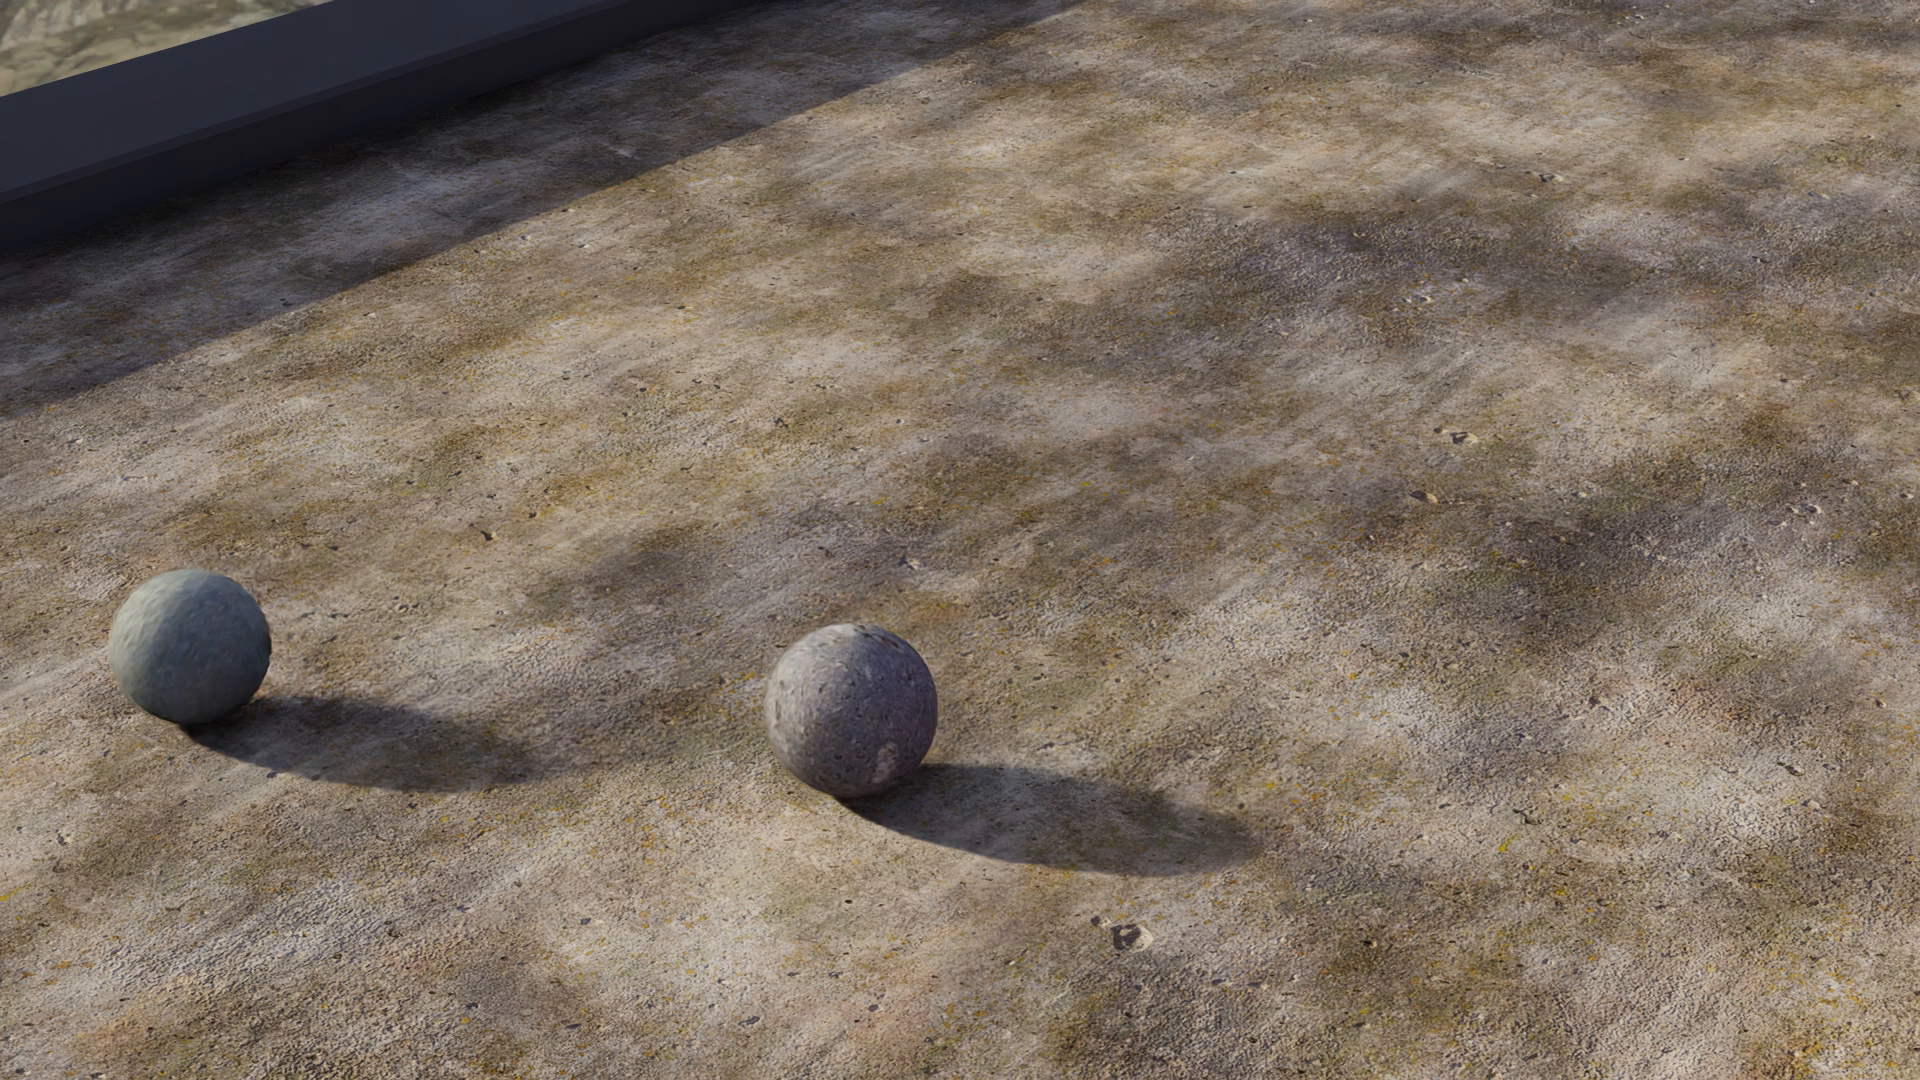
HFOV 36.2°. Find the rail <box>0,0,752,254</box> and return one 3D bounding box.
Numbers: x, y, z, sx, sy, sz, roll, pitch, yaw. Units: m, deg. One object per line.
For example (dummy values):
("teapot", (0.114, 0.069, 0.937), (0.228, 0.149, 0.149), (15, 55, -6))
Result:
("rail", (-0.234, -0.595, 2.995), (0.045, 0.126, 3.852), (17, 30, 32))

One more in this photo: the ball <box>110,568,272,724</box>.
("ball", (-0.434, 0.060, 1.659), (0.088, 0.088, 0.088), (0, 25, 0))

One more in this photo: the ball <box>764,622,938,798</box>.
("ball", (-0.059, 0.092, 1.586), (0.094, 0.094, 0.094), (0, 25, 0))
